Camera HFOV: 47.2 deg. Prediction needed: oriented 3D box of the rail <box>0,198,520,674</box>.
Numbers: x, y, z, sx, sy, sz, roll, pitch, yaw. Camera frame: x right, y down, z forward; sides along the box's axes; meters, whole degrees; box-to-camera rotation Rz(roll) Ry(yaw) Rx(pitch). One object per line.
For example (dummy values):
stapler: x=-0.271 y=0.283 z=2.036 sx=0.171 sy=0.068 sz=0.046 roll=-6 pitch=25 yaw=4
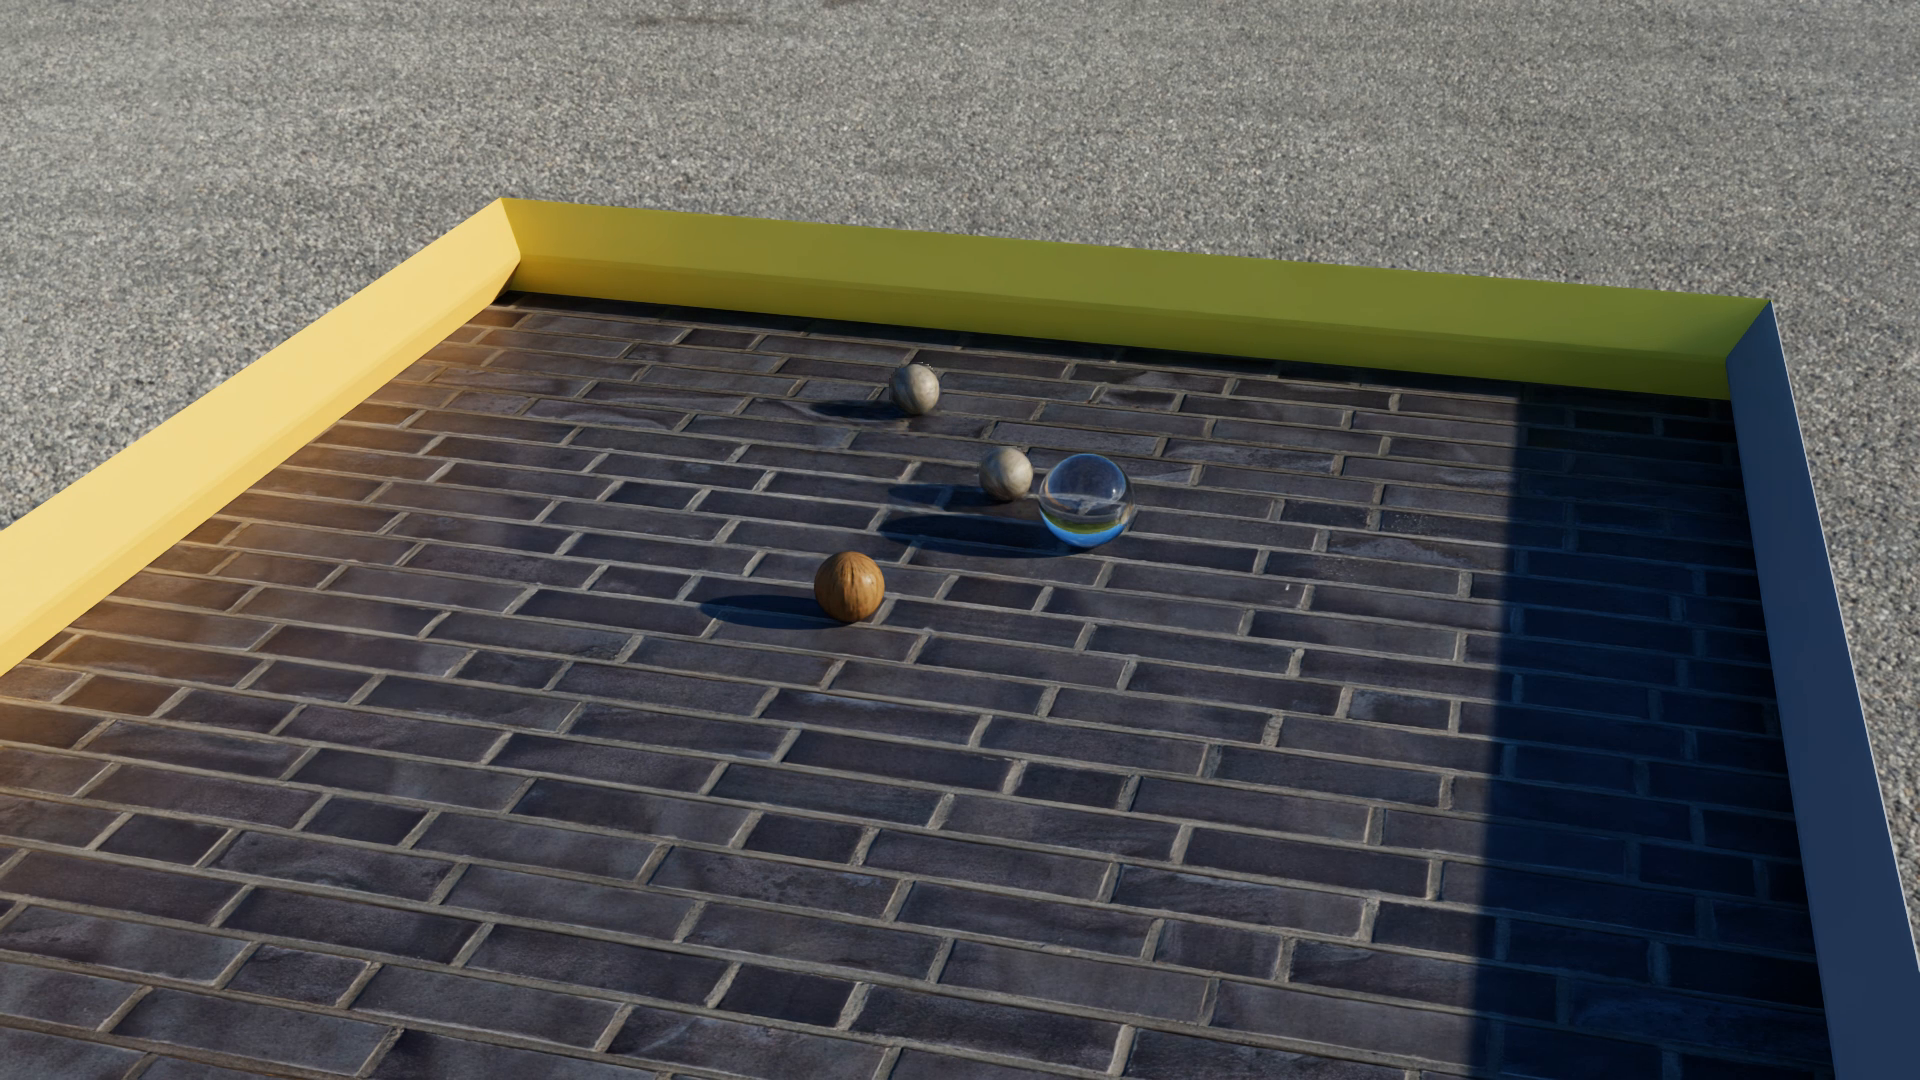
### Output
rail: x=-0.934 y=0.178 z=1.788 sx=0.045 sy=0.129 sz=2.723 roll=6 pitch=27 yaw=13

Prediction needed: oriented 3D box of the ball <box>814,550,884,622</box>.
ball: x=-0.107 y=0.045 z=2.132 sx=0.069 sy=0.069 sz=0.069 roll=0 pitch=26 yaw=0

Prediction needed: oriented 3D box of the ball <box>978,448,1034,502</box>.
ball: x=0.050 y=-0.071 z=2.382 sx=0.059 sy=0.059 sz=0.059 roll=0 pitch=26 yaw=0

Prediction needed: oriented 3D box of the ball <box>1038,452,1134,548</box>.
ball: x=0.131 y=-0.041 z=2.274 sx=0.099 sy=0.099 sz=0.099 roll=0 pitch=26 yaw=0

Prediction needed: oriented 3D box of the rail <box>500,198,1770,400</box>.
rail: x=0.163 y=-0.303 z=2.777 sx=1.626 sy=0.129 sz=0.045 roll=6 pitch=27 yaw=13

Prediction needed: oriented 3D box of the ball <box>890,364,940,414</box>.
ball: x=-0.053 y=-0.178 z=2.601 sx=0.059 sy=0.059 sz=0.059 roll=0 pitch=26 yaw=0

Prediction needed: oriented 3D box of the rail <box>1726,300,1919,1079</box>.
rail: x=0.595 y=0.350 z=1.436 sx=0.045 sy=0.129 sz=2.723 roll=6 pitch=27 yaw=13
